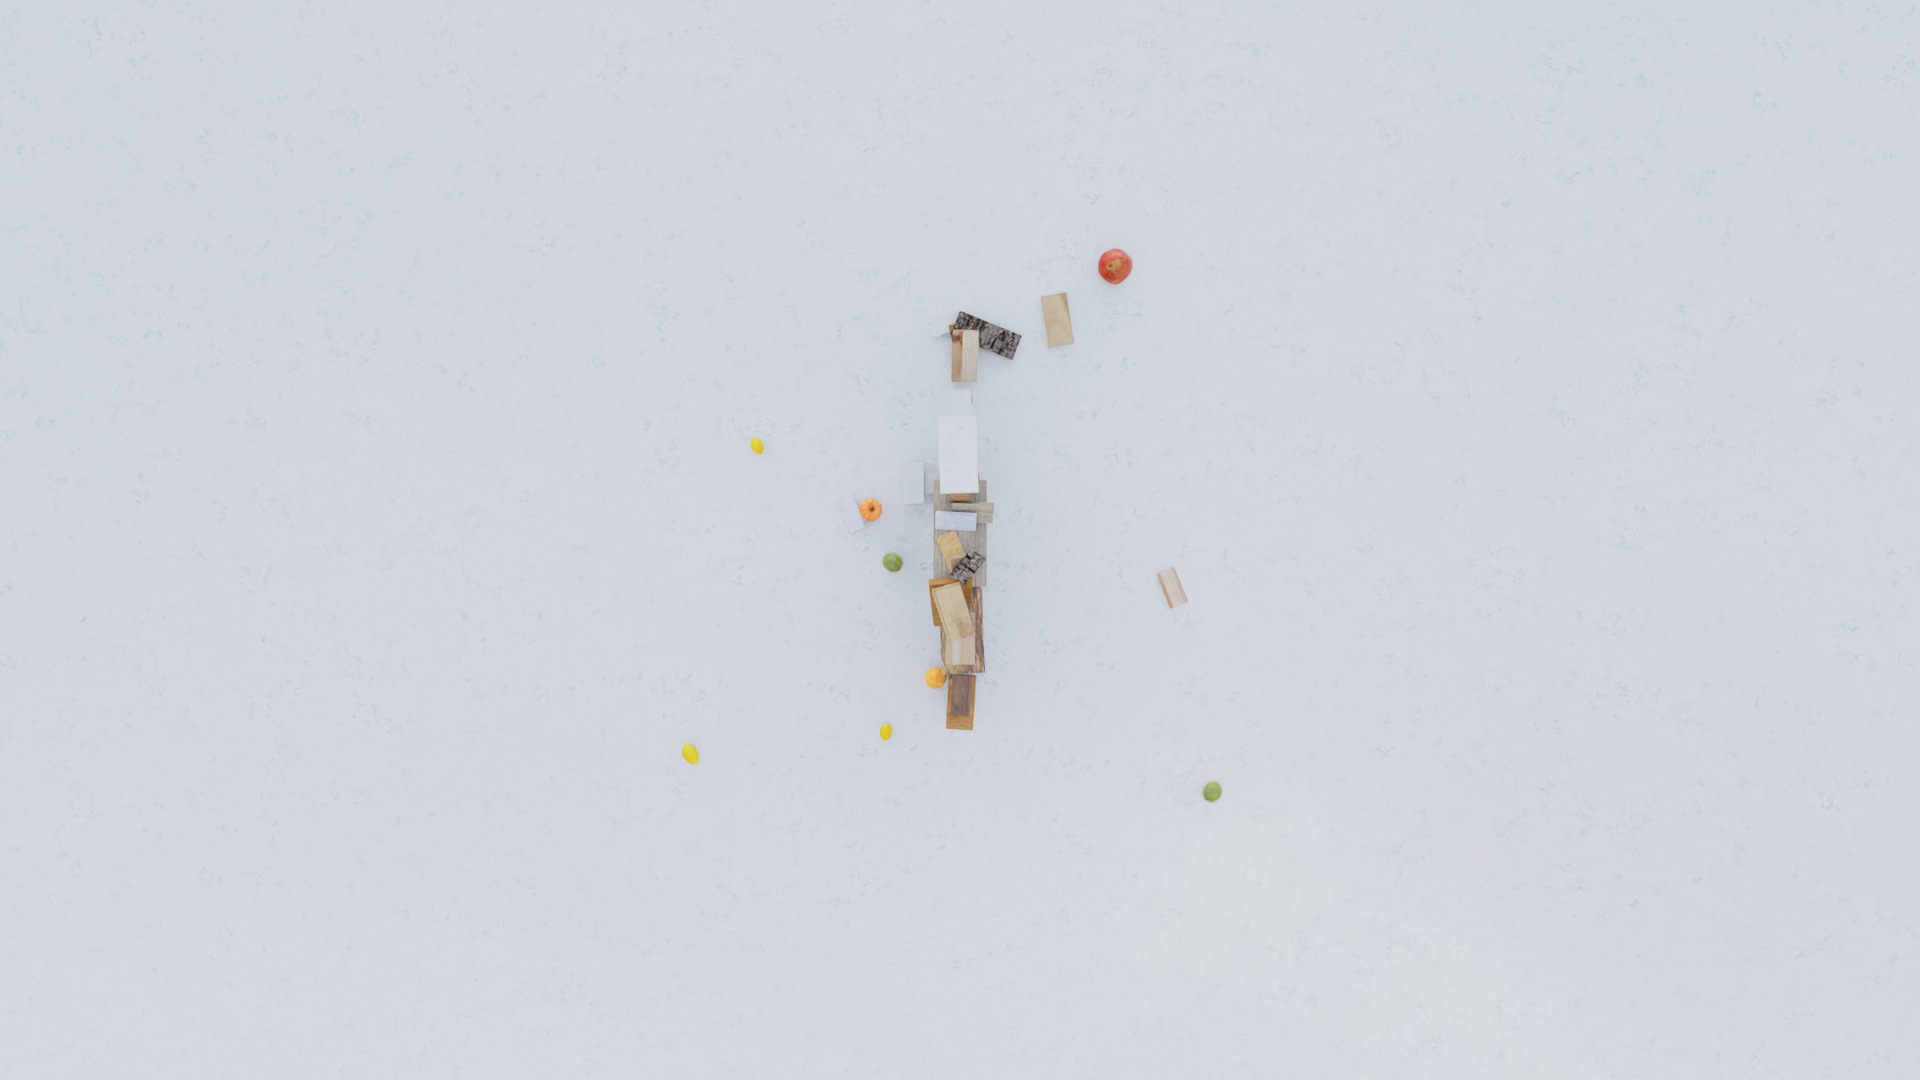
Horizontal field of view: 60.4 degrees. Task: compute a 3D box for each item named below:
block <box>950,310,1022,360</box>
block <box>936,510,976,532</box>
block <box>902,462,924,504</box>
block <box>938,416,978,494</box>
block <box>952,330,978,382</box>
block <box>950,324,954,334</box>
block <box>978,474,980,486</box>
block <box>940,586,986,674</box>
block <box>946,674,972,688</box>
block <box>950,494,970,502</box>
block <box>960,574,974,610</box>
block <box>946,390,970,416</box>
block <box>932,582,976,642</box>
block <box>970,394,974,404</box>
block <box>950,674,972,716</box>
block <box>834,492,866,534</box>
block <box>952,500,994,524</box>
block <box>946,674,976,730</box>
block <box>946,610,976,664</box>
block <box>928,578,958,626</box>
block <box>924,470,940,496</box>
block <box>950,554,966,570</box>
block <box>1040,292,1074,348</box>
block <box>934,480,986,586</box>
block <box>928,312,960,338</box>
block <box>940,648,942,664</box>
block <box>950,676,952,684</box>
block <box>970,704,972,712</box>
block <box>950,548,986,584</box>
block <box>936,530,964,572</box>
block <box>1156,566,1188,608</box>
[{"bbox_3d":[0.087,-0.679,5.468,0.220,0.024,0.086,21,96,-8],"label":"block"},{"bbox_3d":[-0.012,-0.059,5.091,0.126,0.063,0.018,3,47,0],"label":"block"},{"bbox_3d":[-0.155,-0.189,5.471,0.069,0.020,0.138,-1,90,0],"label":"block"},{"bbox_3d":[-0.005,-0.251,4.880,0.113,0.032,0.226,-2,90,0],"label":"block"},{"bbox_3d":[0.017,-0.609,5.458,0.085,0.024,0.171,1,111,-1],"label":"block"},{"bbox_3d":[0.001,-0.666,5.483,0.055,0.016,0.110,-12,99,-1],"label":"block"},{"bbox_3d":[0.002,-0.183,5.009,0.113,0.226,0.032,0,90,0],"label":"block"},{"bbox_3d":[0.006,0.285,5.209,0.136,0.039,0.272,-2,90,0],"label":"block"},{"bbox_3d":[0.000,0.460,5.412,0.088,0.176,0.025,-6,90,0],"label":"block"},{"bbox_3d":[0.000,-0.140,5.058,0.064,0.128,0.018,2,75,0],"label":"block"},{"bbox_3d":[0.008,0.164,5.123,0.054,0.015,0.177,0,131,-5],"label":"block"},{"bbox_3d":[-0.003,-0.410,5.334,0.077,0.022,0.153,-1,92,0],"label":"block"},{"bbox_3d":[-0.018,0.221,5.078,0.090,0.025,0.179,-15,115,6],"label":"block"},{"bbox_3d":[0.004,-0.462,5.424,0.076,0.153,0.022,0,90,0],"label":"block"},{"bbox_3d":[0.004,0.487,5.166,0.063,0.018,0.125,3,90,0],"label":"block"},{"bbox_3d":[-0.365,-0.092,5.491,0.064,0.018,0.128,-22,90,0],"label":"block"},{"bbox_3d":[0.040,-0.087,5.099,0.128,0.018,0.064,3,119,0],"label":"block"},{"bbox_3d":[0.003,0.522,5.312,0.088,0.025,0.175,3,90,0],"label":"block"},{"bbox_3d":[0.002,0.303,5.144,0.090,0.025,0.179,0,112,0],"label":"block"},{"bbox_3d":[-0.044,0.193,5.120,0.090,0.025,0.179,-4,131,3],"label":"block"},{"bbox_3d":[-0.113,-0.186,5.490,0.138,0.020,0.069,-13,90,0],"label":"block"},{"bbox_3d":[0.002,0.090,5.079,0.054,0.015,0.109,-7,132,-1],"label":"block"},{"bbox_3d":[0.324,-0.731,5.488,0.086,0.024,0.171,-9,90,0],"label":"block"},{"bbox_3d":[0.001,-0.021,5.145,0.166,0.047,0.331,0,90,0],"label":"block"},{"bbox_3d":[-0.046,-0.717,5.492,0.110,0.016,0.055,-21,90,0],"label":"block"},{"bbox_3d":[0.005,0.376,5.364,0.136,0.272,0.039,0,90,0],"label":"block"},{"bbox_3d":[0.001,0.445,5.237,0.063,0.125,0.018,2,90,0],"label":"block"},{"bbox_3d":[0.004,0.533,5.237,0.063,0.125,0.018,1,90,0],"label":"block"},{"bbox_3d":[0.025,0.080,5.042,0.054,0.015,0.109,35,107,-18],"label":"block"},{"bbox_3d":[-0.020,0.040,5.113,0.063,0.018,0.126,-24,90,0],"label":"block"},{"bbox_3d":[0.706,0.159,5.491,0.063,0.018,0.126,-22,90,0],"label":"block"}]
